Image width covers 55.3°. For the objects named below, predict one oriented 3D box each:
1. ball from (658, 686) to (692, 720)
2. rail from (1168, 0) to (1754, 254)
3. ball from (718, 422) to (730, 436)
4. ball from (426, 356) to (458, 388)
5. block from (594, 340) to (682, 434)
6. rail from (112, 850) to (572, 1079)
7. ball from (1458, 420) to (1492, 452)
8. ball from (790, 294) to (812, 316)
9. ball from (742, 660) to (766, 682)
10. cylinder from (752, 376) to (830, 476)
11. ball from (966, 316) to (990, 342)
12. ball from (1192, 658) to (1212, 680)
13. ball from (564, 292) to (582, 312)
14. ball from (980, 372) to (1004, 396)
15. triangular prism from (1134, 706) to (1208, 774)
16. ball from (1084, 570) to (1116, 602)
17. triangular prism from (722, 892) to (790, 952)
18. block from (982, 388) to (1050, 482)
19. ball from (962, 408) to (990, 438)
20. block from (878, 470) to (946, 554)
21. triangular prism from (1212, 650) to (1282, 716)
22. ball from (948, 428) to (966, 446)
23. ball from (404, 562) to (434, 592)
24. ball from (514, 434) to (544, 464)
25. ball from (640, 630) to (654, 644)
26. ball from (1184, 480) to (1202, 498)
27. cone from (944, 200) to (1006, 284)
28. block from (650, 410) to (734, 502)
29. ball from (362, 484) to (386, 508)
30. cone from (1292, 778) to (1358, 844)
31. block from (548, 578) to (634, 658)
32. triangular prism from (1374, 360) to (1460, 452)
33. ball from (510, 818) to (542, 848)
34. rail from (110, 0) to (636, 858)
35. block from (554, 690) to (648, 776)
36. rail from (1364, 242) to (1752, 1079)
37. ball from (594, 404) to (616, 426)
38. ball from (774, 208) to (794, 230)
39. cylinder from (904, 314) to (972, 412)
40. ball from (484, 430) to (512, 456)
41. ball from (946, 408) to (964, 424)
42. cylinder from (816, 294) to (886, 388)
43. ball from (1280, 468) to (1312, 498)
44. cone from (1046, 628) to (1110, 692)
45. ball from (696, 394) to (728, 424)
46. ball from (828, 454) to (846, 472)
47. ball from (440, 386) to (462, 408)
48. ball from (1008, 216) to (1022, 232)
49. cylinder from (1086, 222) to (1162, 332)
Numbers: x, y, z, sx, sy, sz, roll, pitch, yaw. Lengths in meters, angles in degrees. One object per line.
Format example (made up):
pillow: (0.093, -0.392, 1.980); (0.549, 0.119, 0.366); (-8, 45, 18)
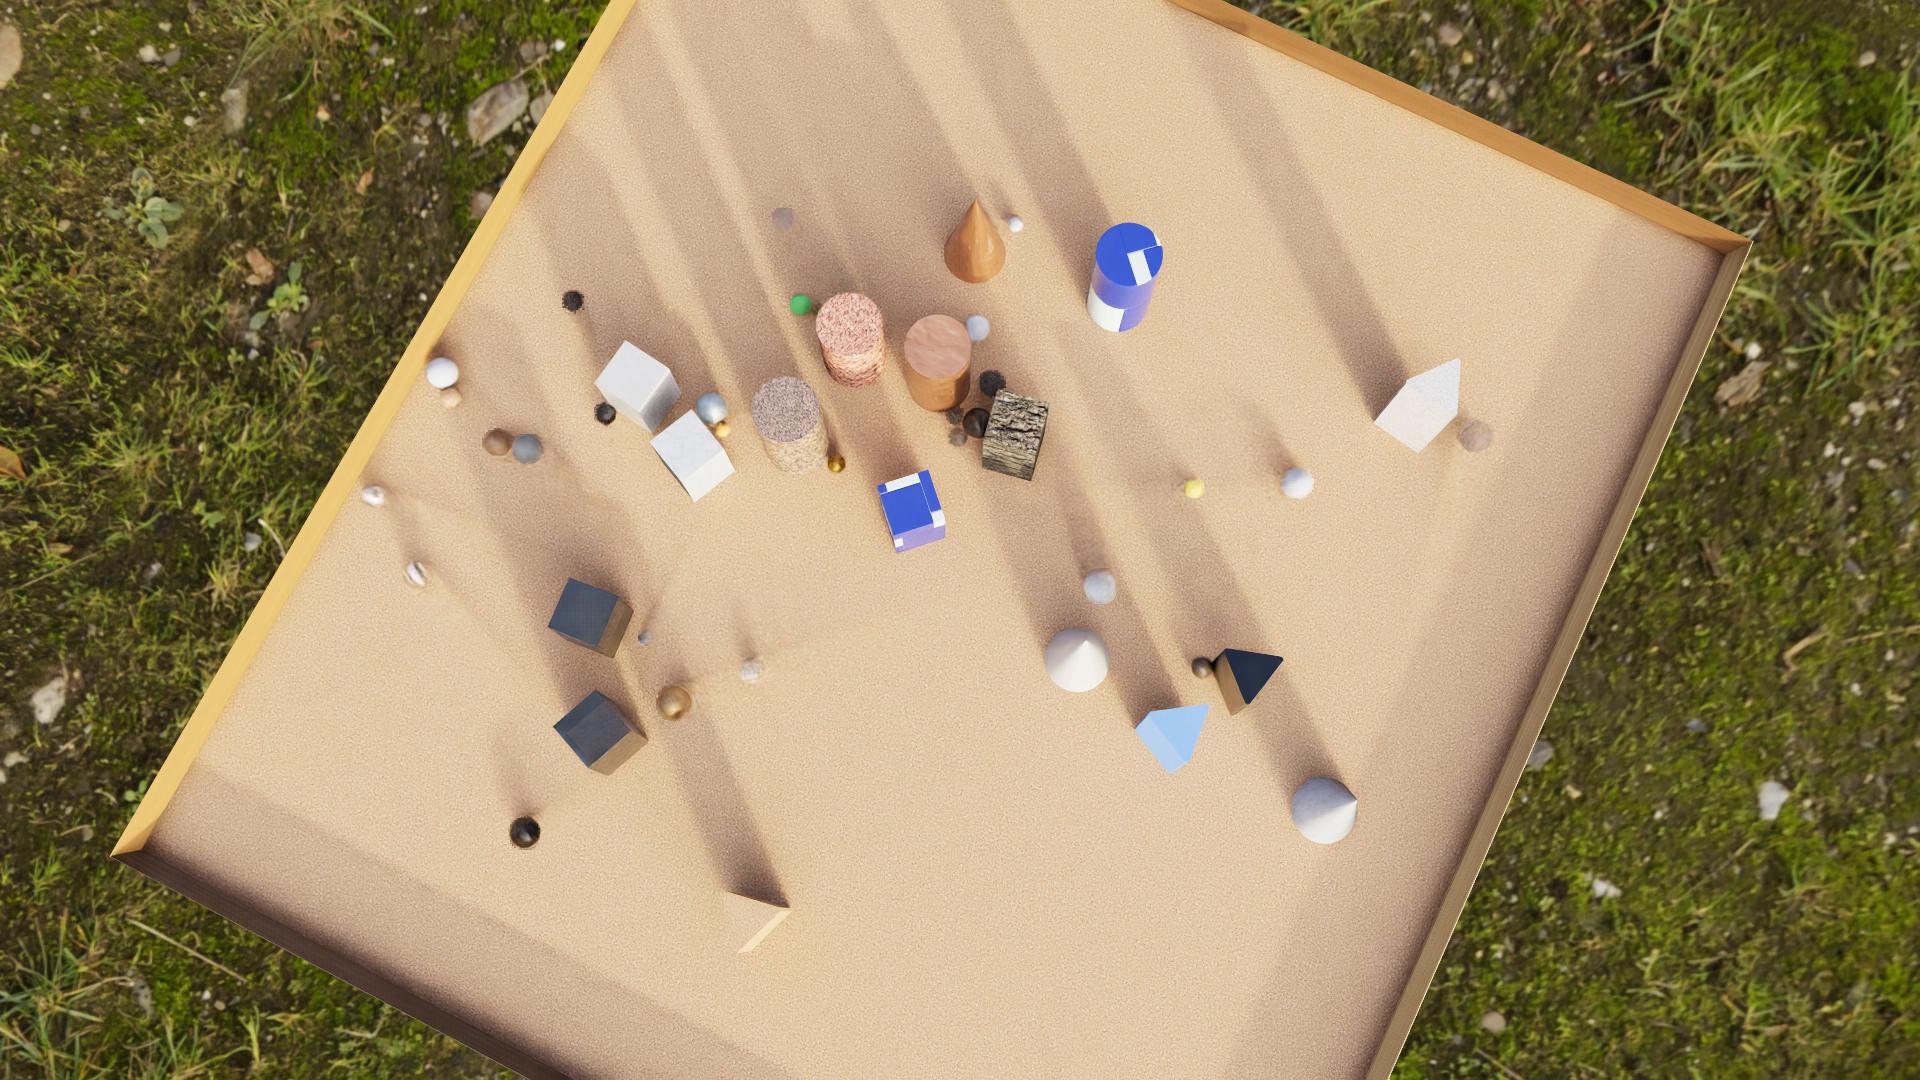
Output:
ball: (-0.851, 0.485, 5.466); (0.098, 0.098, 0.098); (0, 78, 0)
rail: (0.857, -1.672, 5.896); (3.559, 0.128, 0.045); (26, 80, 5)
ball: (-0.730, -0.343, 5.666); (0.041, 0.041, 0.041); (0, 78, 0)
ball: (-1.602, -0.519, 5.674); (0.097, 0.097, 0.097); (0, 78, 0)
block: (-0.976, -0.462, 5.577); (0.157, 0.265, 0.157); (33, 80, 6)
rail: (-0.857, 1.686, 5.201); (3.559, 0.128, 0.045); (26, 80, 5)
ball: (1.584, -0.319, 5.632); (0.098, 0.098, 0.098); (0, 78, 0)
ball: (-0.496, -0.735, 5.735); (0.066, 0.066, 0.066); (0, 78, 0)
ball: (-0.619, 0.393, 5.500); (0.069, 0.069, 0.069); (0, 78, 0)
cylinder: (-0.503, -0.336, 5.480); (0.197, 0.403, 0.197); (0, 78, 0)
ball: (0.054, -0.658, 5.713); (0.077, 0.077, 0.077); (0, 78, 0)
ball: (0.727, 0.386, 5.504); (0.064, 0.064, 0.064); (0, 78, 0)
ball: (-1.212, -0.746, 5.740); (0.061, 0.061, 0.061); (0, 78, 0)
ball: (0.099, -0.482, 5.677); (0.078, 0.078, 0.078); (0, 78, 0)
triangular prism: (0.634, 0.545, 5.292); (0.147, 0.414, 0.170); (-37, 81, -7)
ball: (0.422, 0.138, 5.539); (0.097, 0.097, 0.097); (0, 78, 0)
triangular prism: (-0.609, 1.060, 5.227); (0.170, 0.333, 0.147); (-43, 81, -8)
block: (0.165, -0.311, 5.501); (0.157, 0.352, 0.157); (15, 79, 3)
ball: (0.055, -0.360, 5.642); (0.096, 0.096, 0.096); (0, 78, 0)
block: (-0.143, -0.082, 5.496); (0.157, 0.270, 0.157); (-18, 79, -4)
triangular prism: (0.815, 0.388, 5.386); (0.147, 0.295, 0.170); (38, 81, 7)
ball: (-0.007, -0.316, 5.653); (0.057, 0.057, 0.057); (0, 78, 0)
ball: (-1.639, 0.112, 5.550); (0.086, 0.086, 0.086); (0, 78, 0)
ball: (-1.326, -0.278, 5.628); (0.090, 0.090, 0.090); (0, 78, 0)
ball: (-0.947, 0.294, 5.534); (0.042, 0.042, 0.042); (0, 78, 0)
ball: (0.714, -0.158, 5.621); (0.056, 0.056, 0.056); (0, 78, 0)
cone: (0.047, -0.953, 5.581); (0.197, 0.456, 0.197); (0, 78, 0)
block: (-0.806, -0.251, 5.531); (0.157, 0.269, 0.157); (-39, 81, -7)
ball: (-1.794, -0.134, 5.609); (0.069, 0.069, 0.069); (0, 78, 0)
cone: (1.083, 0.757, 5.222); (0.197, 0.467, 0.197); (0, 78, 0)
block: (-1.092, 0.234, 5.438); (0.157, 0.255, 0.157); (21, 79, 4)
triangular prism: (1.396, -0.421, 5.485); (0.170, 0.428, 0.147); (36, 81, 7)
ball: (-1.279, 0.861, 5.393); (0.089, 0.089, 0.089); (0, 78, 0)
rail: (-1.571, -0.762, 5.708); (0.045, 0.128, 3.881); (26, 80, 5)
block: (-1.043, 0.566, 5.340); (0.157, 0.312, 0.157); (-41, 81, -8)
rail: (1.571, 0.776, 5.390); (0.045, 0.128, 3.881); (26, 80, 5)
ball: (-1.095, -0.388, 5.663); (0.066, 0.066, 0.066); (0, 78, 0)
ball: (-0.558, -1.014, 5.794); (0.065, 0.065, 0.065); (0, 78, 0)
cylinder: (-0.065, -0.529, 5.539); (0.197, 0.366, 0.197); (0, 78, 0)
ball: (-1.422, -0.297, 5.637); (0.081, 0.081, 0.081); (0, 78, 0)
ball: (-0.016, -0.382, 5.669); (0.052, 0.052, 0.052); (0, 78, 0)
cylinder: (-0.327, -0.604, 5.575); (0.197, 0.326, 0.197); (0, 78, 0)
ball: (1.028, -0.173, 5.606); (0.091, 0.091, 0.091); (0, 78, 0)
cone: (0.355, 0.323, 5.351); (0.197, 0.390, 0.197); (0, 78, 0)
ball: (-0.764, -0.405, 5.652); (0.095, 0.095, 0.095); (0, 78, 0)
ball: (-0.380, -0.237, 5.636); (0.057, 0.057, 0.057); (0, 78, 0)
ball: (-1.574, -0.442, 5.675); (0.065, 0.065, 0.065); (0, 78, 0)
ball: (0.174, -0.999, 5.799); (0.048, 0.048, 0.048); (0, 78, 0)
cylinder: (0.495, -0.792, 5.564); (0.197, 0.424, 0.197); (0, 78, 0)
